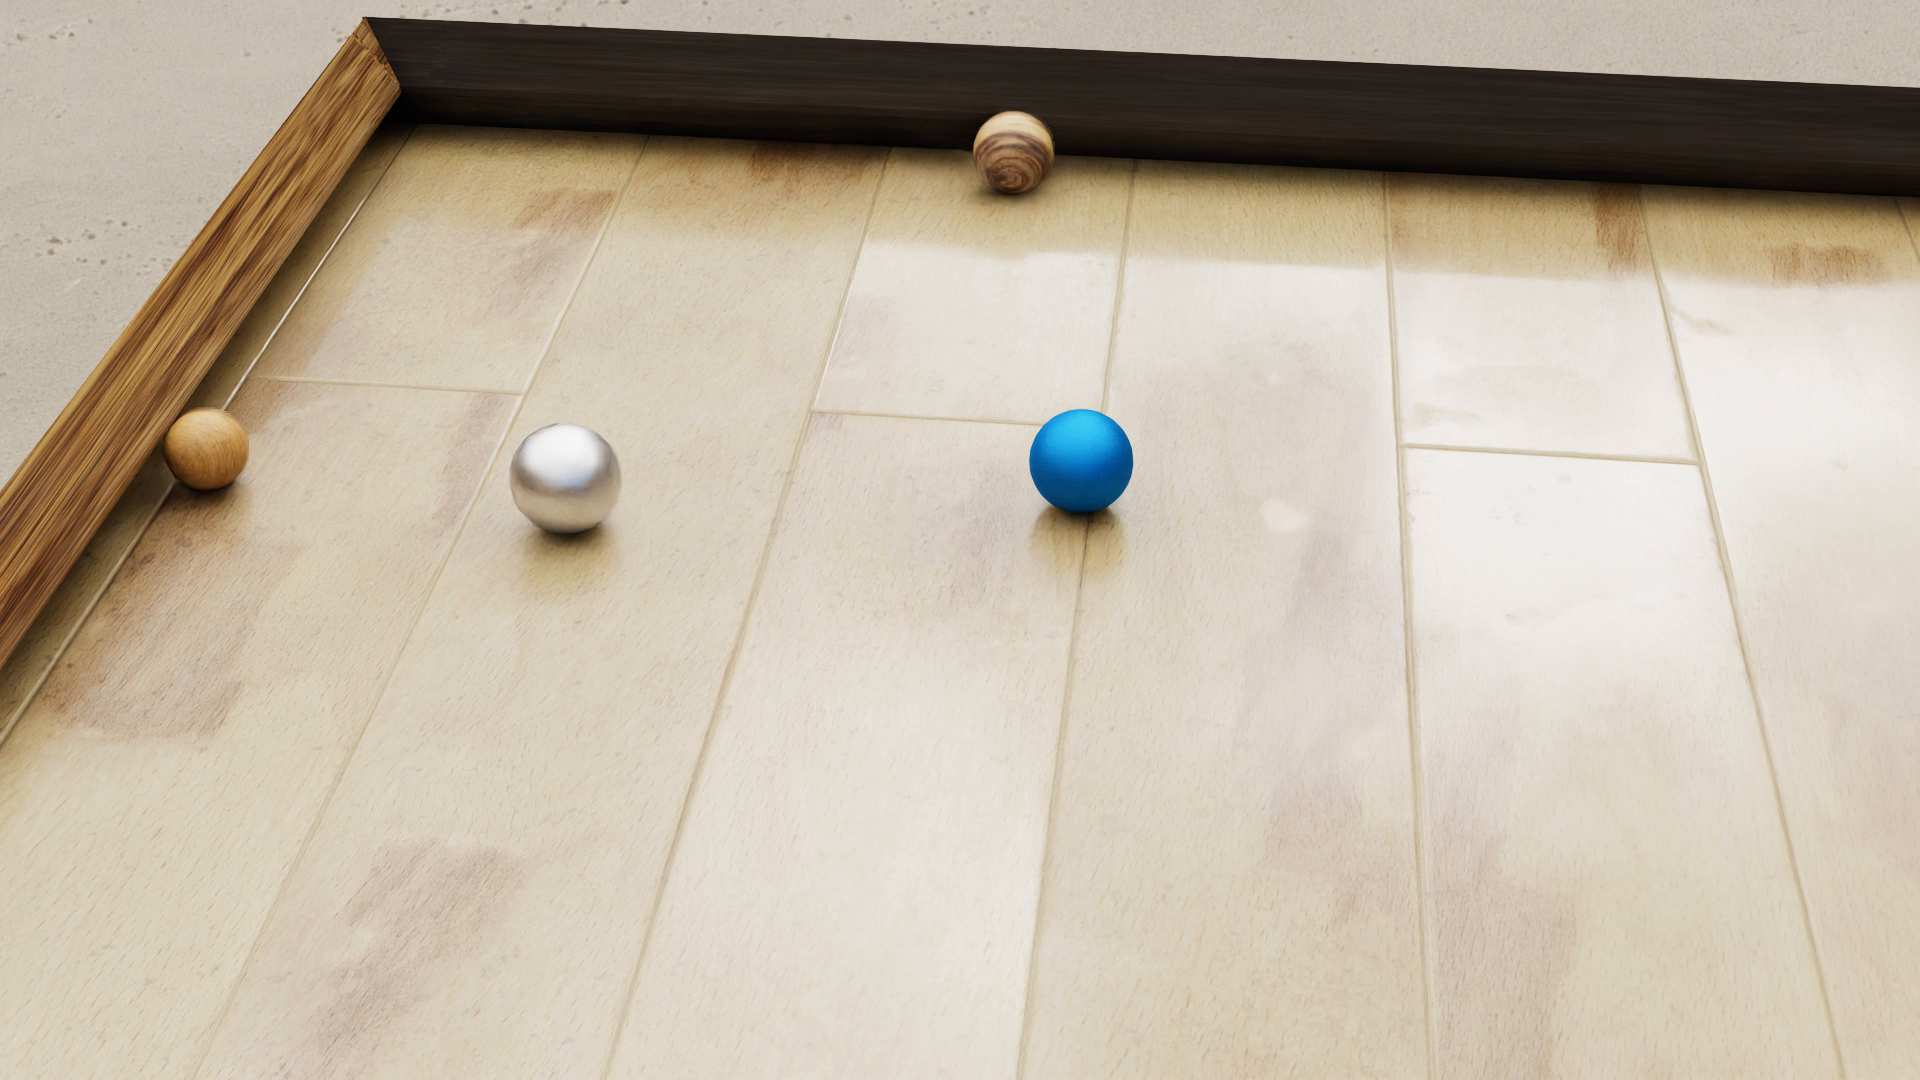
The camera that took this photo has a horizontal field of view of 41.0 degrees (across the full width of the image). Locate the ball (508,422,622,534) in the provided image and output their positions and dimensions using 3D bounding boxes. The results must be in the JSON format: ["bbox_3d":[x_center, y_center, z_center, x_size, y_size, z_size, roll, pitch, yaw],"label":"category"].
[{"bbox_3d":[-0.313,-0.049,2.032,0.088,0.088,0.088,0,34,0],"label":"ball"}]

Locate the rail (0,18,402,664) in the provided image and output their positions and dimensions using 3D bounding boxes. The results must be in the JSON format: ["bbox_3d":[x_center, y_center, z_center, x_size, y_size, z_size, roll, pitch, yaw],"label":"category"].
[{"bbox_3d":[-0.670,-0.058,2.020,0.045,0.114,1.523,4,35,5],"label":"rail"}]

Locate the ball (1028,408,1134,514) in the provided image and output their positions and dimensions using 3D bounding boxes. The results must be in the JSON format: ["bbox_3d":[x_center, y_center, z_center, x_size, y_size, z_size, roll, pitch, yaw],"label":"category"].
[{"bbox_3d":[0.097,-0.063,2.057,0.084,0.084,0.084,0,34,0],"label":"ball"}]

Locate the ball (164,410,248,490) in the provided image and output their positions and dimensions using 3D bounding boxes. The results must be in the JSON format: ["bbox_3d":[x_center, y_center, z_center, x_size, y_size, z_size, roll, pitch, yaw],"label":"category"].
[{"bbox_3d":[-0.613,-0.073,2.087,0.066,0.066,0.066,0,34,0],"label":"ball"}]

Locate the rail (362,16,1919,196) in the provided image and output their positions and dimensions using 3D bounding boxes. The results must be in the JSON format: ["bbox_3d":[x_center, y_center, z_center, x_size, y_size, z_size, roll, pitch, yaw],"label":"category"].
[{"bbox_3d":[0.776,-0.385,2.498,2.791,0.114,0.045,4,35,5],"label":"rail"}]

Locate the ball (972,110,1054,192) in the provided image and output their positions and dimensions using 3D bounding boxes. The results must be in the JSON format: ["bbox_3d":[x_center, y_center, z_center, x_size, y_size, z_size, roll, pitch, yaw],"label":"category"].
[{"bbox_3d":[0.052,-0.382,2.526,0.080,0.080,0.080,0,34,0],"label":"ball"}]
